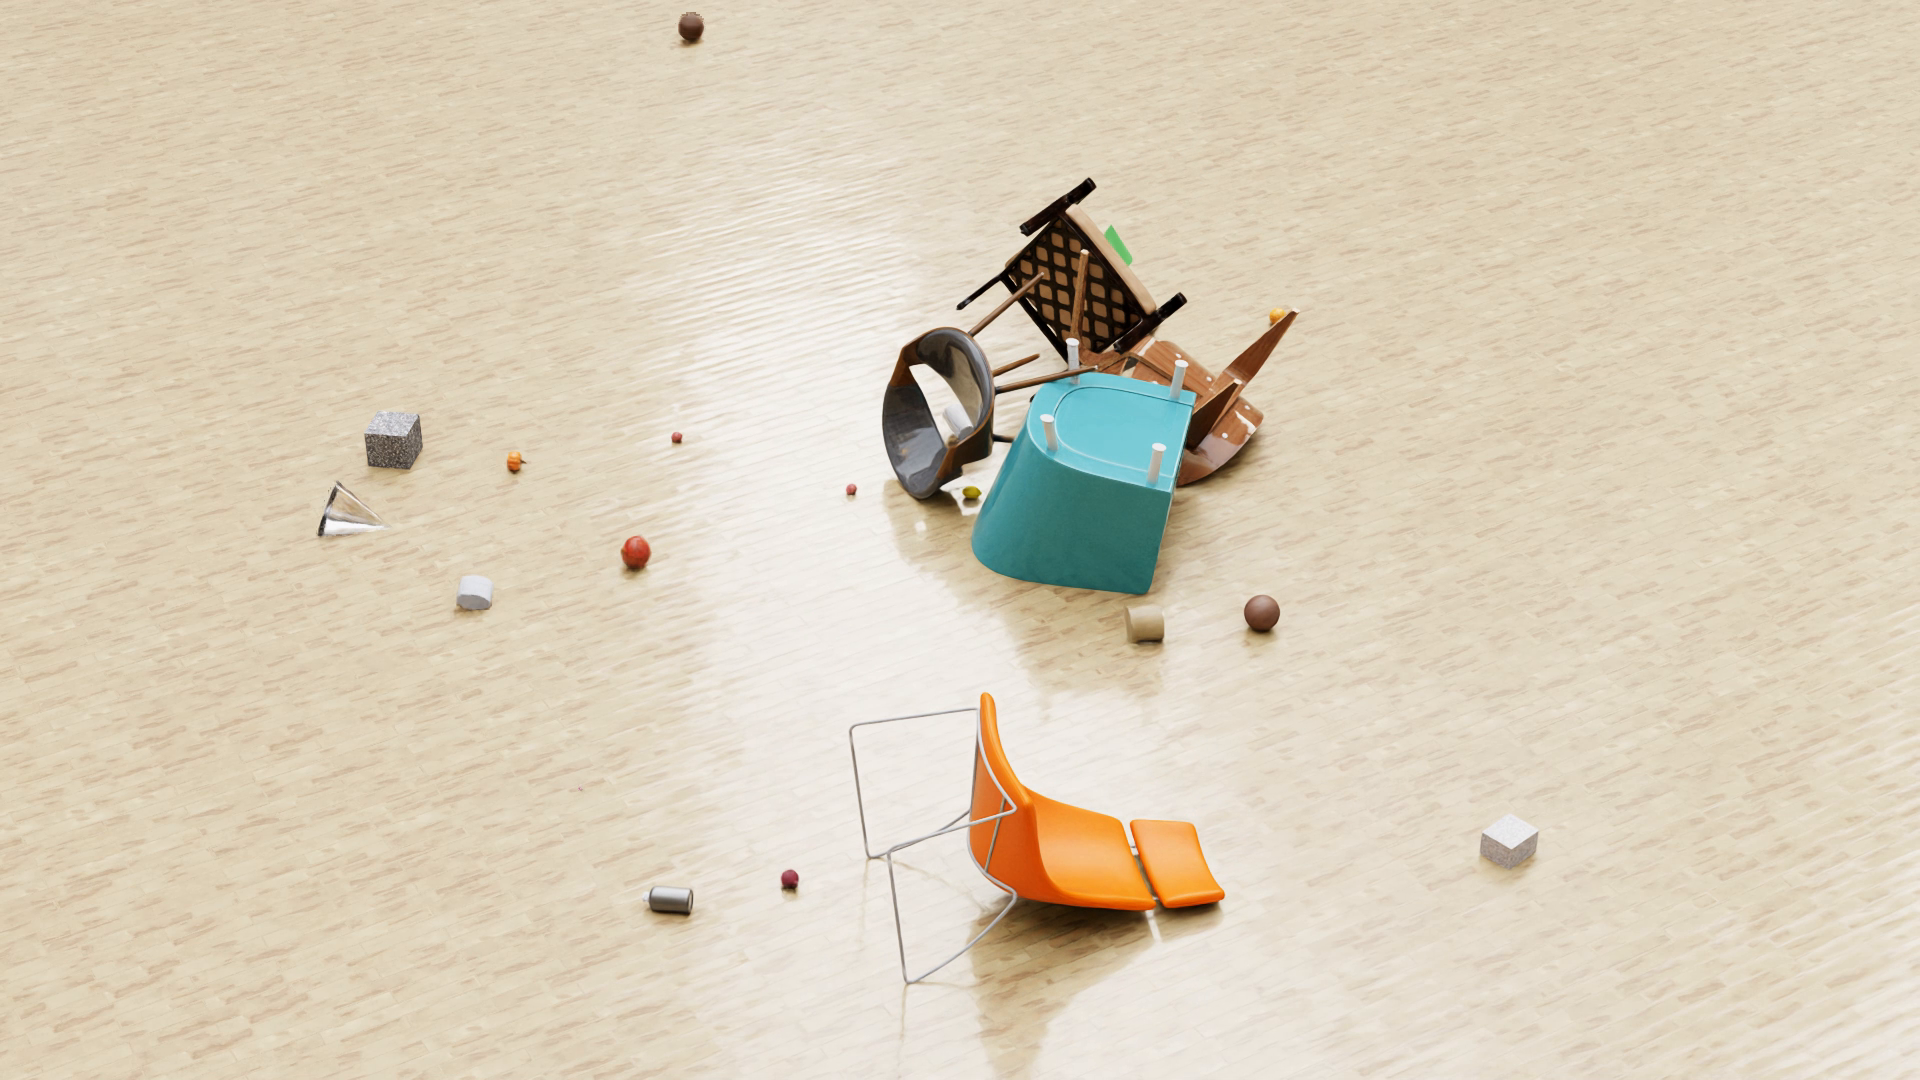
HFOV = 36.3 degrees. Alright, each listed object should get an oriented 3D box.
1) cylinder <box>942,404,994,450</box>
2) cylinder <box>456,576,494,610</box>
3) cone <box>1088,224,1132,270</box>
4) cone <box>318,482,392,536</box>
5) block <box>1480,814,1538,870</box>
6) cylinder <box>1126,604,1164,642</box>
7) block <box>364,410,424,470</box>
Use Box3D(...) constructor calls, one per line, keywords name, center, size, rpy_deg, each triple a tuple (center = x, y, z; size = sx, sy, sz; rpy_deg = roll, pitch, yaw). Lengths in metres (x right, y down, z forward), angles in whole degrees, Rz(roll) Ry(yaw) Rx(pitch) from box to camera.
Box3D(name="cylinder", center=(0.033, -0.446, 11.513), size=(0.159, 0.107, 0.174), rpy_deg=(13, 24, -32))
Box3D(name="cylinder", center=(-1.753, 0.190, 10.592), size=(0.122, 0.067, 0.122), rpy_deg=(10, 33, -7))
Box3D(name="cone", center=(0.655, -1.300, 12.762), size=(0.198, 0.170, 0.213), rpy_deg=(-1, 33, -1))
Box3D(name="cone", center=(-2.250, -0.081, 11.001), size=(0.254, 0.123, 0.243), rpy_deg=(17, 59, -5))
Box3D(name="block", center=(1.760, 0.967, 9.397), size=(0.141, 0.088, 0.119), rpy_deg=(-27, 42, -35))
Box3D(name="cylinder", center=(0.656, 0.293, 10.399), size=(0.119, 0.095, 0.128), rpy_deg=(-6, 77, -9))
Box3D(name="block", center=(-2.201, -0.388, 11.396), size=(0.167, 0.151, 0.170), rpy_deg=(5, 34, 7))
